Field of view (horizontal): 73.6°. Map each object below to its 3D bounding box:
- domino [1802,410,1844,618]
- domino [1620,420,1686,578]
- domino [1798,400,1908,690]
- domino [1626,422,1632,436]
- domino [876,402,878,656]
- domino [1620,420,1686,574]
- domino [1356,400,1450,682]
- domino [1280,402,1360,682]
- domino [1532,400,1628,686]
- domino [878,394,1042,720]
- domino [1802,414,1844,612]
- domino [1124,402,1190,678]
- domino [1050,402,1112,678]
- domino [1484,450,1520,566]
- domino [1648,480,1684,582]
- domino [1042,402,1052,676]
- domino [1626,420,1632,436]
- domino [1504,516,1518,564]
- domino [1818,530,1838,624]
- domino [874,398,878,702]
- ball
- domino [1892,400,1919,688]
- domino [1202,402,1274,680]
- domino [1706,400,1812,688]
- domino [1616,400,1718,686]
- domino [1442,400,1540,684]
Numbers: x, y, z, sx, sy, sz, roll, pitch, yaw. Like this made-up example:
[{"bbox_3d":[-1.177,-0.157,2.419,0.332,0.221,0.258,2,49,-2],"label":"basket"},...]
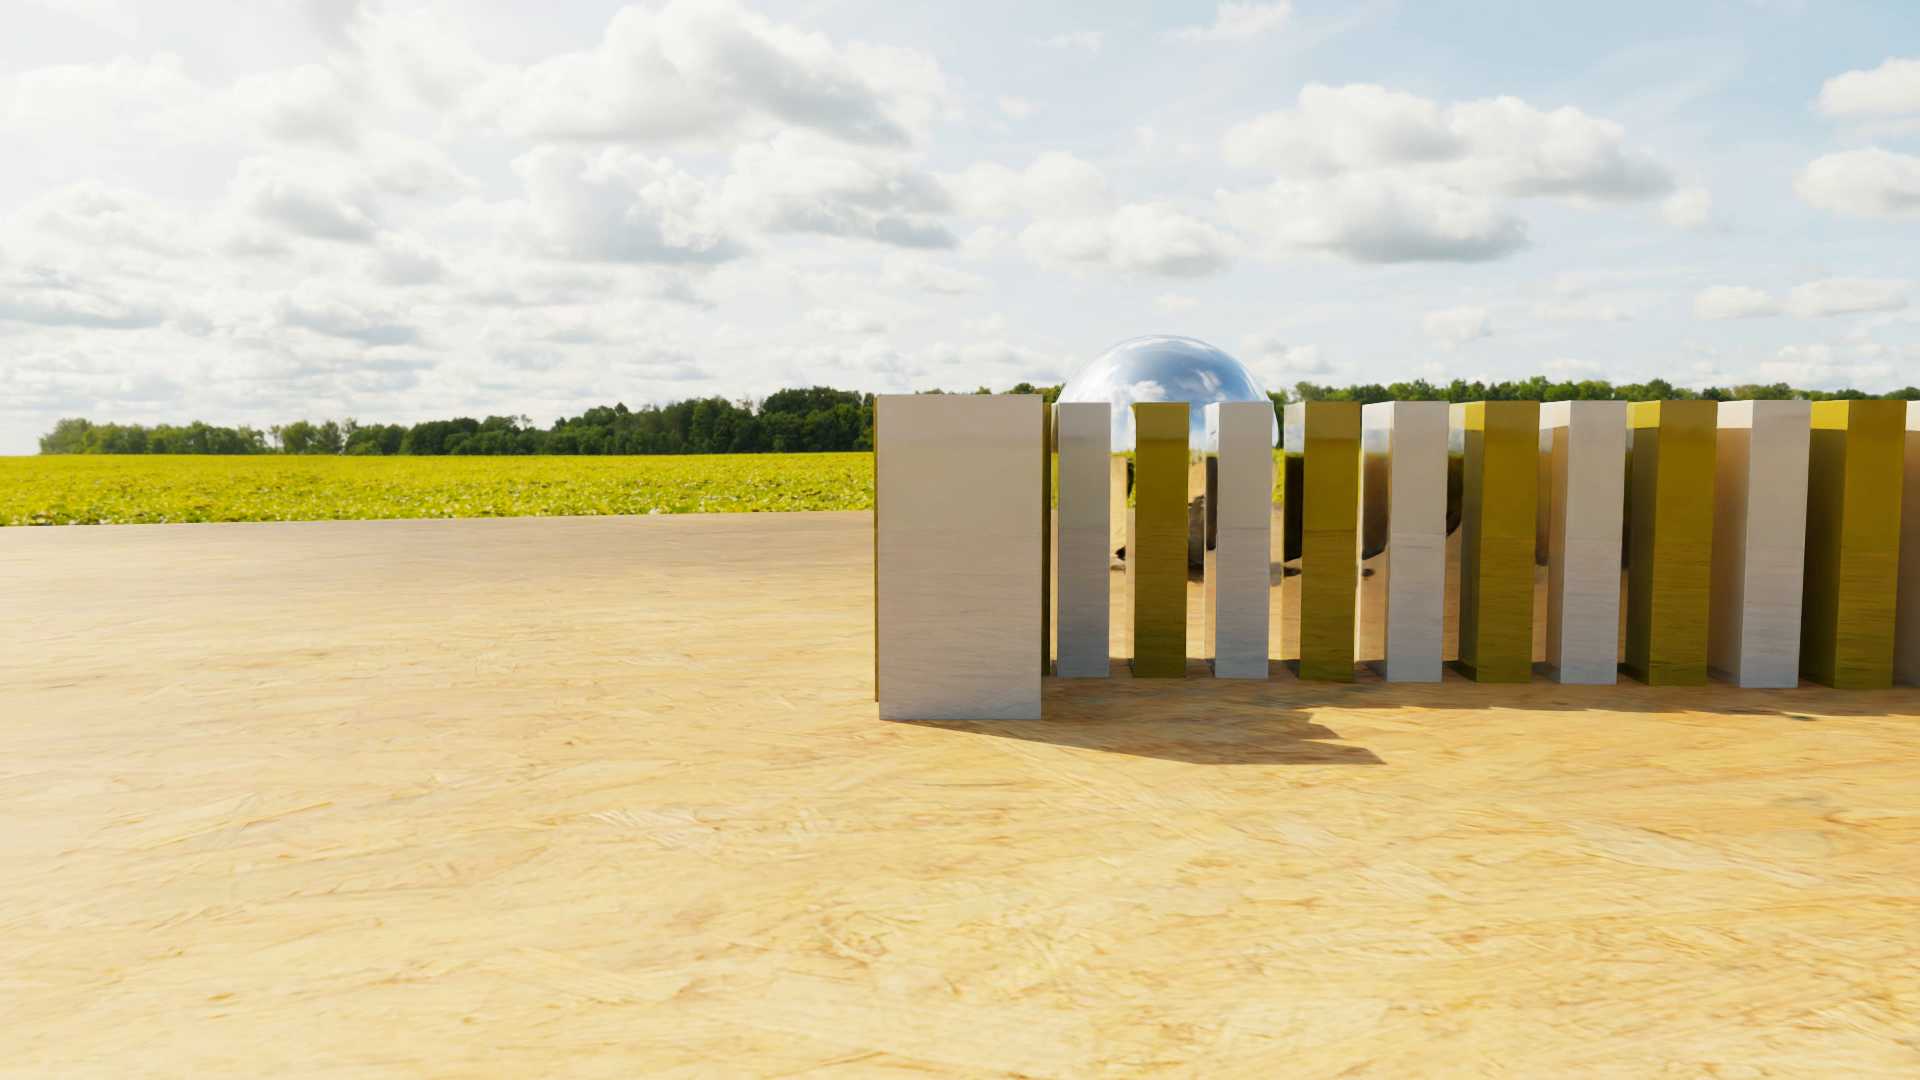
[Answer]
[{"bbox_3d":[0.214,-0.005,0.305,0.025,0.050,0.009,2,25,28],"label":"domino"},{"bbox_3d":[0.227,-0.013,0.403,0.025,0.050,0.010,-2,26,-23],"label":"domino"},{"bbox_3d":[0.157,0.000,0.233,0.009,0.050,0.025,0,4,4],"label":"domino"},{"bbox_3d":[0.210,-0.015,0.429,0.025,0.050,0.010,-2,26,-23],"label":"domino"},{"bbox_3d":[-0.002,0.000,0.229,0.025,0.050,0.009,2,5,23],"label":"domino"},{"bbox_3d":[0.220,-0.013,0.411,0.025,0.050,0.009,-3,26,-23],"label":"domino"},{"bbox_3d":[0.082,0.000,0.240,0.009,0.050,0.025,0,4,5],"label":"domino"},{"bbox_3d":[0.067,-0.001,0.241,0.009,0.050,0.025,0,4,6],"label":"domino"},{"bbox_3d":[0.112,0.000,0.238,0.009,0.050,0.025,0,4,5],"label":"domino"},{"bbox_3d":[0.000,0.002,0.201,0.025,0.050,0.010,0,4,0],"label":"domino"},{"bbox_3d":[0.222,-0.006,0.314,0.025,0.050,0.010,3,28,31],"label":"domino"},{"bbox_3d":[0.037,-0.001,0.244,0.009,0.050,0.025,0,4,4],"label":"domino"},{"bbox_3d":[0.022,-0.001,0.245,0.009,0.050,0.025,0,4,-2],"label":"domino"},{"bbox_3d":[0.204,-0.016,0.449,0.025,0.050,0.009,-2,26,-23],"label":"domino"},{"bbox_3d":[0.233,-0.012,0.395,0.025,0.050,0.010,-2,26,-23],"label":"domino"},{"bbox_3d":[0.007,-0.001,0.244,0.009,0.050,0.025,-2,5,-24],"label":"domino"},{"bbox_3d":[0.214,-0.014,0.420,0.025,0.050,0.009,-2,26,-23],"label":"domino"},{"bbox_3d":[0.207,-0.015,0.439,0.025,0.050,0.009,-2,26,-23],"label":"domino"},{"bbox_3d":[0.215,-0.004,0.289,0.025,0.050,0.009,0,21,5],"label":"domino"},{"bbox_3d":[-0.002,0.001,0.215,0.025,0.050,0.009,0,4,-2],"label":"domino"},{"bbox_3d":[0.069,-0.031,0.440,0.080,0.080,0.080,0,4,0],"label":"ball"},{"bbox_3d":[0.173,0.000,0.232,0.009,0.050,0.025,0,4,0],"label":"domino"},{"bbox_3d":[0.052,-0.001,0.243,0.009,0.050,0.025,0,4,6],"label":"domino"},{"bbox_3d":[0.142,0.000,0.234,0.009,0.050,0.025,0,4,6],"label":"domino"},{"bbox_3d":[0.127,0.000,0.236,0.009,0.050,0.025,0,4,6],"label":"domino"},{"bbox_3d":[0.097,0.000,0.239,0.009,0.050,0.025,0,4,3],"label":"domino"}]
